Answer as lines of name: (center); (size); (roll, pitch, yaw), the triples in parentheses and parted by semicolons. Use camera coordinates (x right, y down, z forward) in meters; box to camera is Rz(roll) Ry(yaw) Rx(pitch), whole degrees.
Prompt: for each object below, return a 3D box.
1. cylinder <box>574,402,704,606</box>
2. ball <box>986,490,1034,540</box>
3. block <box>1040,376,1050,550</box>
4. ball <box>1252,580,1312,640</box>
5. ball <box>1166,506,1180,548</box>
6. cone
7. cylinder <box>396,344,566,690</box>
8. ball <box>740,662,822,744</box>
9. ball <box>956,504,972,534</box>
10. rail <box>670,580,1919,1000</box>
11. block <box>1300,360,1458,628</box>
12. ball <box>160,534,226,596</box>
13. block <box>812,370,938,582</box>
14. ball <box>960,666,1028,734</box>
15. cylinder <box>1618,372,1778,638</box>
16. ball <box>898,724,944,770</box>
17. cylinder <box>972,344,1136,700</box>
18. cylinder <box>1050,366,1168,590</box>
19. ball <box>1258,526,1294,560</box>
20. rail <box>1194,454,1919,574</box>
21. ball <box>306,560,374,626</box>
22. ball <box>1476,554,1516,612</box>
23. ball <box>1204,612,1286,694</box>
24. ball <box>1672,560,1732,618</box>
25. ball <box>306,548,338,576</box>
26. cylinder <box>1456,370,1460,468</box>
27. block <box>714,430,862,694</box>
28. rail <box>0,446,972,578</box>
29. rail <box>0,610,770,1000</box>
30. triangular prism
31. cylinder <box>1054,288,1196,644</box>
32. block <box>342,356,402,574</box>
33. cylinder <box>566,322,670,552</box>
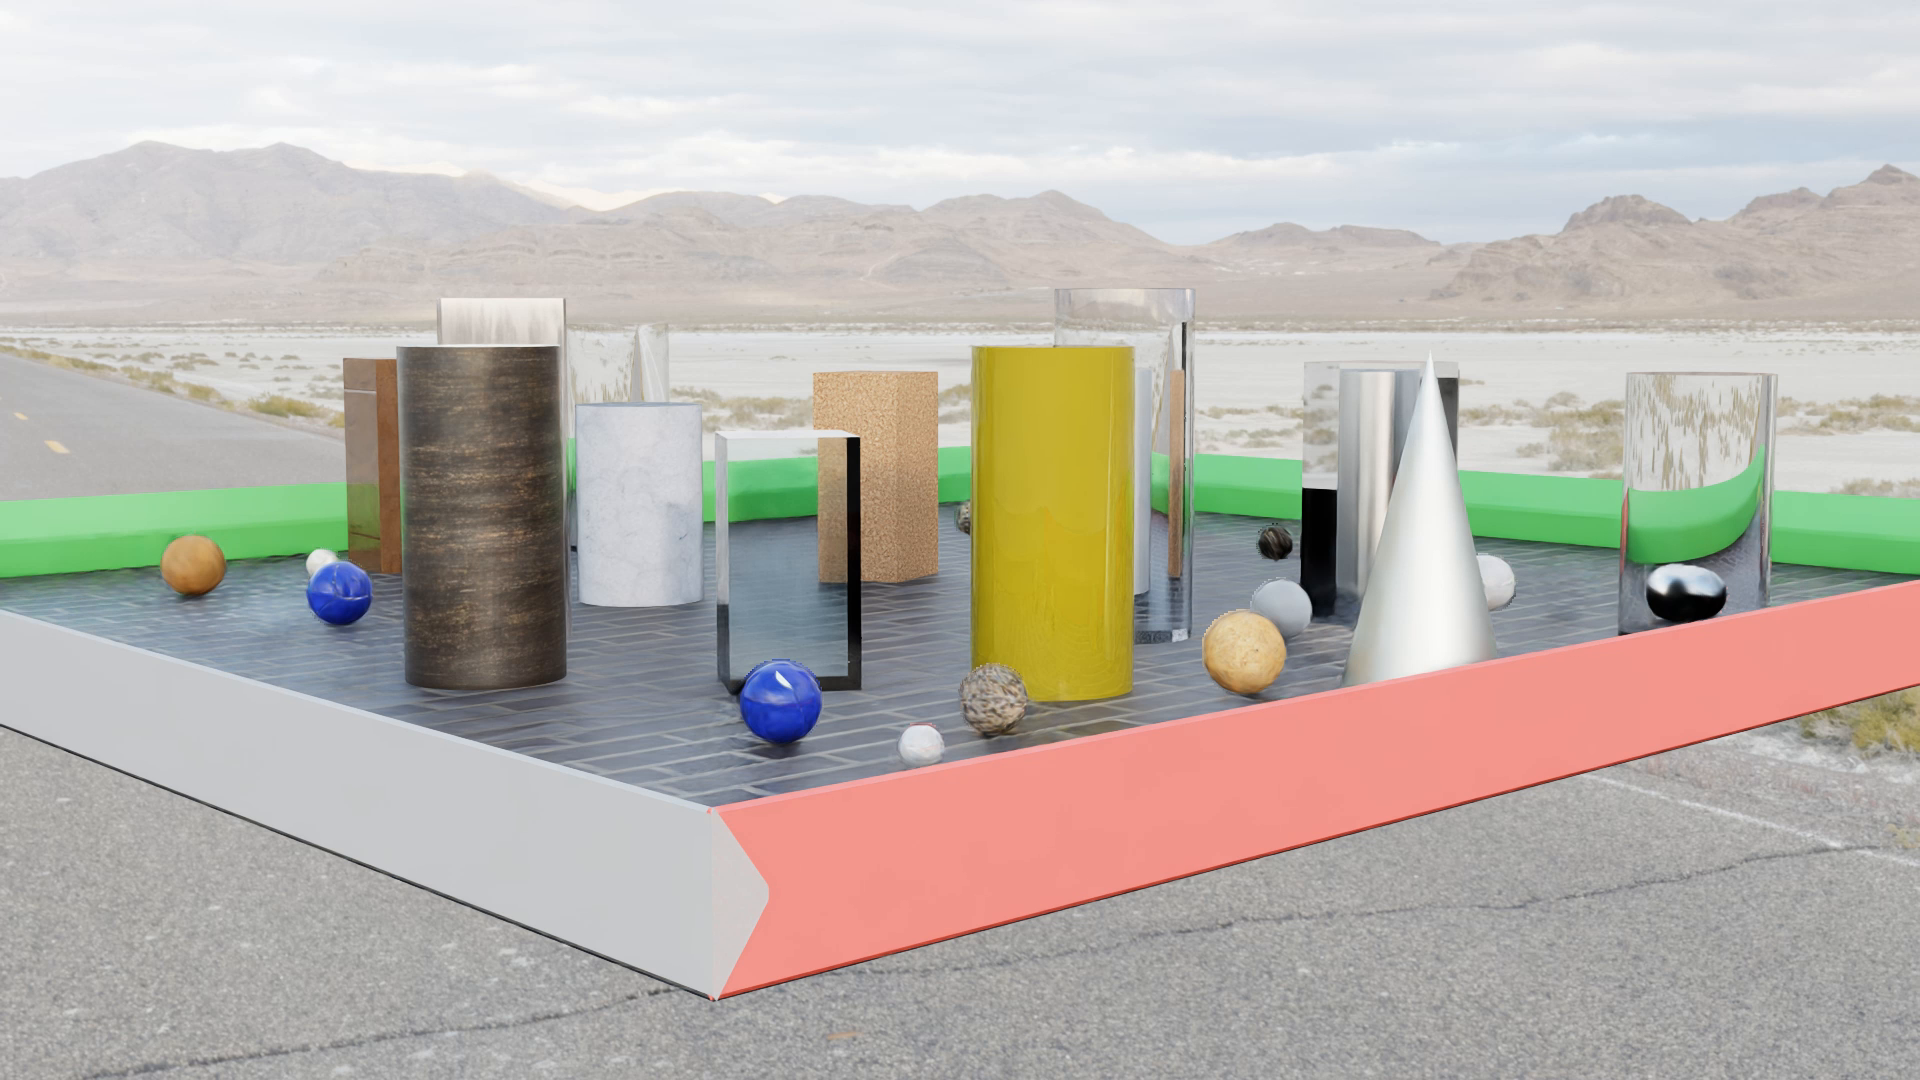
cylinder: (-0.491, -0.059, 3.376); (0.192, 0.299, 0.192); (0, 6, 0)
ball: (0.095, -0.048, 4.232); (0.093, 0.093, 0.093); (0, 6, 0)
block: (0.233, -0.148, 4.149); (0.154, 0.316, 0.154); (0, 6, -1)
ball: (0.435, 0.094, 2.968); (0.080, 0.080, 0.080); (0, 6, 0)
ball: (0.358, -0.025, 4.048); (0.092, 0.092, 0.092); (0, 6, 0)
cone: (0.529, -0.016, 2.494); (0.192, 0.399, 0.192); (0, 6, 0)
cylinder: (-0.575, -0.033, 2.649); (0.192, 0.400, 0.192); (0, 6, 0)
ball: (-0.184, 0.167, 2.257); (0.084, 0.084, 0.084); (0, 6, 0)
ball: (0.023, -0.041, 4.346); (0.061, 0.061, 0.061); (0, 6, 0)
rail: (0.874, 0.132, 2.390); (2.854, 0.125, 0.045); (-6, 8, -42)
block: (0.595, -0.068, 3.127); (0.154, 0.370, 0.154); (-6, 8, -44)
ball: (-1.191, 0.039, 3.418); (0.096, 0.096, 0.096); (0, 6, 0)
block: (-0.139, -0.110, 3.669); (0.154, 0.340, 0.154); (3, 7, 25)
ball: (0.036, 0.168, 2.308); (0.072, 0.072, 0.072); (0, 6, 0)
cylinder: (0.983, -0.042, 2.936); (0.192, 0.359, 0.192); (0, 6, 0)
ball: (-0.037, 0.201, 2.126); (0.045, 0.045, 0.045); (0, 6, 0)
cylinder: (0.109, -0.026, 2.580); (0.192, 0.401, 0.192); (0, 6, 0)
cylinder: (0.242, -0.105, 3.578); (0.192, 0.350, 0.192); (0, 6, 0)
ball: (0.560, 0.006, 3.901); (0.061, 0.061, 0.061); (0, 6, 0)
rail: (1.031, -0.067, 4.279); (0.045, 0.125, 2.625); (-6, 8, -42)
ball: (-0.875, 0.075, 3.103); (0.091, 0.091, 0.091); (0, 6, 0)
ball: (0.774, 0.064, 3.237); (0.084, 0.084, 0.084); (0, 6, 0)
ball: (0.330, 0.131, 2.549); (0.095, 0.095, 0.095); (0, 6, 0)
ball: (1.074, 0.070, 3.182); (0.083, 0.083, 0.083); (0, 6, 0)
ball: (-1.049, 0.040, 3.622); (0.052, 0.052, 0.052); (0, 6, 0)
cylinder: (0.690, -0.095, 3.483); (0.192, 0.349, 0.192); (0, 6, 0)
block: (-0.206, 0.022, 2.620); (0.154, 0.297, 0.154); (-1, 6, -12)
rail: (-0.874, -0.067, 4.274); (2.854, 0.125, 0.045); (-6, 8, -42)
rail: (-1.031, 0.132, 2.386); (0.045, 0.125, 2.625); (-6, 8, -42)
triangular prism: (-0.631, -0.101, 3.019); (0.167, 0.458, 0.144); (-2, 6, -17)
cylinder: (0.222, -0.105, 2.995); (0.192, 0.471, 0.192); (0, 6, 0)
block: (-0.957, -0.133, 3.793); (0.154, 0.360, 0.154); (-4, 7, -35)
cylinder: (-0.634, -0.192, 4.081); (0.192, 0.417, 0.192); (0, 6, 0)
